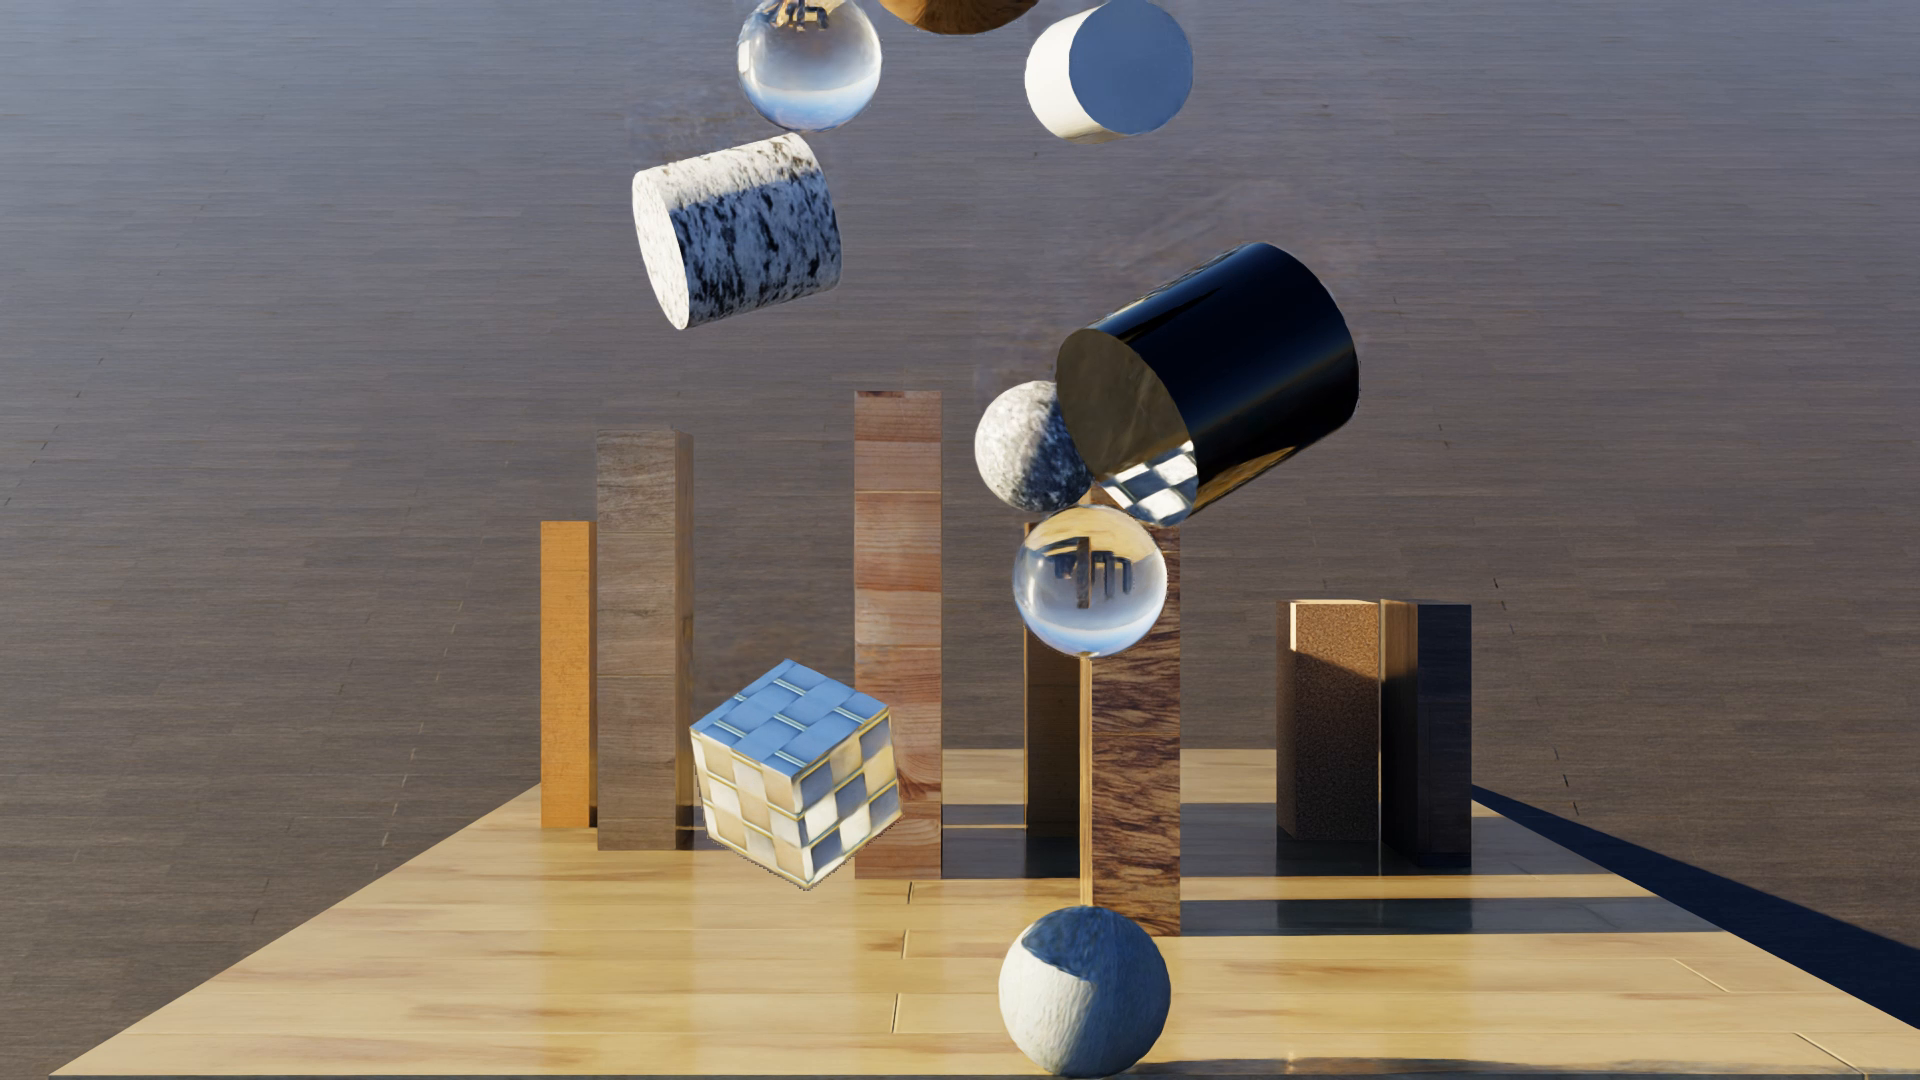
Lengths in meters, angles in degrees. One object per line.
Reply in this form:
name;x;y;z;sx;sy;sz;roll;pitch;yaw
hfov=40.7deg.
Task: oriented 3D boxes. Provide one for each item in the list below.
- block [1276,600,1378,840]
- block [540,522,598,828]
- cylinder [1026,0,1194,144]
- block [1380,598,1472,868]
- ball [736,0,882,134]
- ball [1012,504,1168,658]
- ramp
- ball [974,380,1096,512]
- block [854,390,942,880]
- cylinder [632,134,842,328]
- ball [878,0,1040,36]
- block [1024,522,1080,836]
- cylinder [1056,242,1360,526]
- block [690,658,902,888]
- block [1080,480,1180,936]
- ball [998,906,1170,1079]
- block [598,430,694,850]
block;0.681;0.328;4.815;0.150;0.427;0.284;0;0;0
block;-0.745;0.253;5.065;0.090;0.578;0.374;0;0;0
cylinder;0.158;-0.497;2.754;0.139;0.139;0.139;-9;7;-16
block;0.804;0.324;4.477;0.089;0.436;0.374;0;0;0
ball;-0.146;-0.464;2.498;0.142;0.142;0.142;0;30;0
ball;0.124;0.039;2.466;0.148;0.148;0.148;0;30;0
ramp;0.066;0.592;4.646;2.000;0.100;4.000;0;0;0
ball;0.076;-0.088;2.447;0.124;0.124;0.124;0;30;0
block;-0.100;0.152;4.356;0.138;0.782;0.426;0;0;0
cylinder;-0.199;-0.274;2.295;0.143;0.143;0.143;-17;33;-18
ball;-0.001;-0.501;2.091;0.184;0.184;0.184;0;30;0
block;0.176;0.255;4.863;0.103;0.574;0.283;0;0;0
cylinder;0.218;-0.139;2.292;0.190;0.190;0.190;-29;40;-25
block;-0.161;0.229;2.558;0.138;0.138;0.138;22;42;36
block;0.241;0.167;3.723;0.121;0.754;0.348;0;0;0
ball;0.127;0.460;2.632;0.175;0.175;0.175;0;30;0
block;-0.566;0.174;4.675;0.136;0.736;0.311;0;0;0
